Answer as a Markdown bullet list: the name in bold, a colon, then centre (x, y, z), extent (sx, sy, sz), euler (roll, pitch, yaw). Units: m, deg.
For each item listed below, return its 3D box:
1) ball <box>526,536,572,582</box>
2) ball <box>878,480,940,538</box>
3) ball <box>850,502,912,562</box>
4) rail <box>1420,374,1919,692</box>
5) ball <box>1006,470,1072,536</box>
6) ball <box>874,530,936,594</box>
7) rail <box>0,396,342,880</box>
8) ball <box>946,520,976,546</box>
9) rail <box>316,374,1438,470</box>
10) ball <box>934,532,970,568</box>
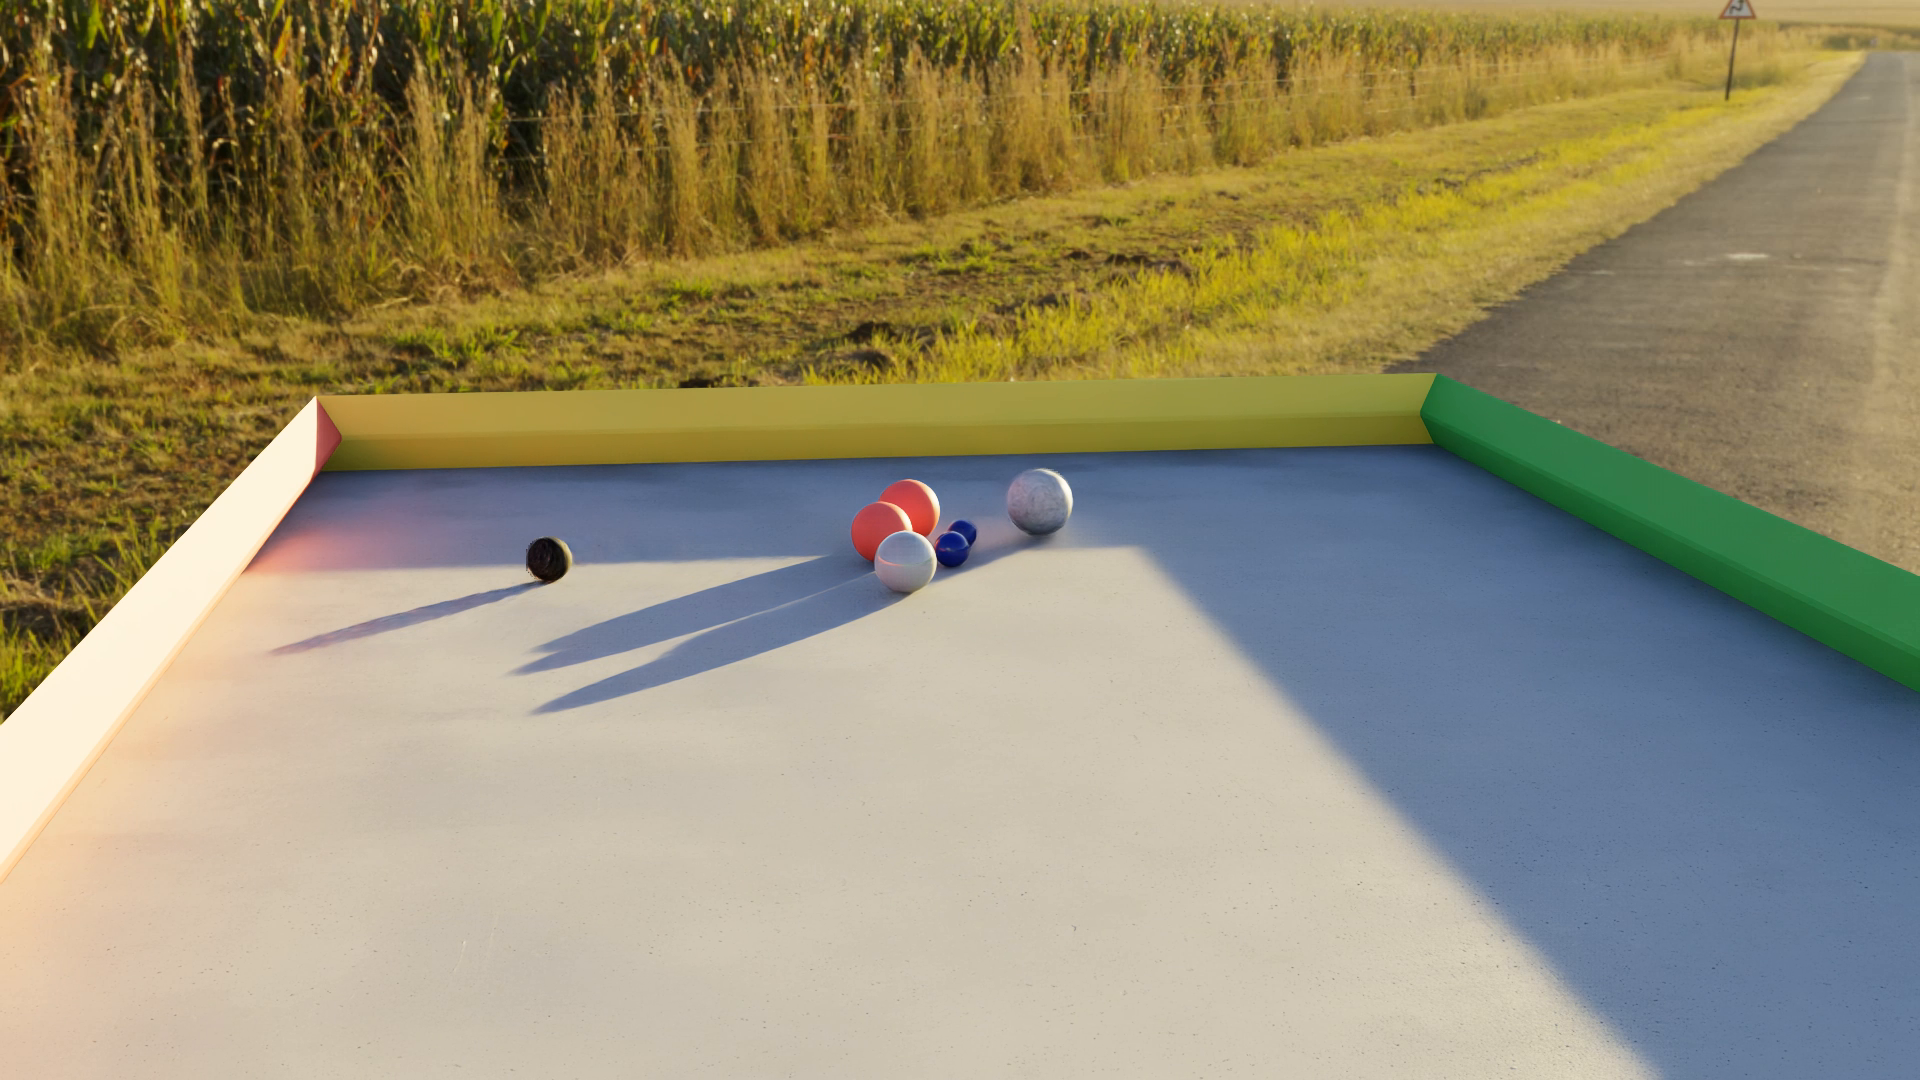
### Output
- **ball**: centre (-0.534, 0.025, 2.861), extent (0.058, 0.058, 0.058), euler (0, 13, 0)
- **ball**: centre (-0.072, -0.041, 3.081), extent (0.088, 0.088, 0.088), euler (0, 13, 0)
- **ball**: centre (-0.105, -0.010, 2.958), extent (0.083, 0.083, 0.083), euler (0, 13, 0)
- **rail**: centre (1.026, 0.124, 2.272), extent (0.045, 0.122, 3.232), euler (-2, 13, -8)
- **ball**: centre (0.113, -0.053, 3.124), extent (0.094, 0.094, 0.094), euler (0, 13, 0)
- **ball**: centre (-0.069, 0.028, 2.797), extent (0.080, 0.080, 0.080), euler (0, 13, 0)
- **rail**: centre (-0.808, 0.179, 2.029), extent (0.045, 0.122, 3.232), euler (-2, 13, -8)
- **ball**: centre (0.002, -0.008, 3.040), extent (0.042, 0.042, 0.042), euler (0, 13, 0)
- **rail**: centre (-0.106, -0.197, 3.689), extent (1.899, 0.122, 0.045), euler (-2, 13, -8)
- **ball**: centre (-0.011, 0.012, 2.938), extent (0.048, 0.048, 0.048), euler (0, 13, 0)
